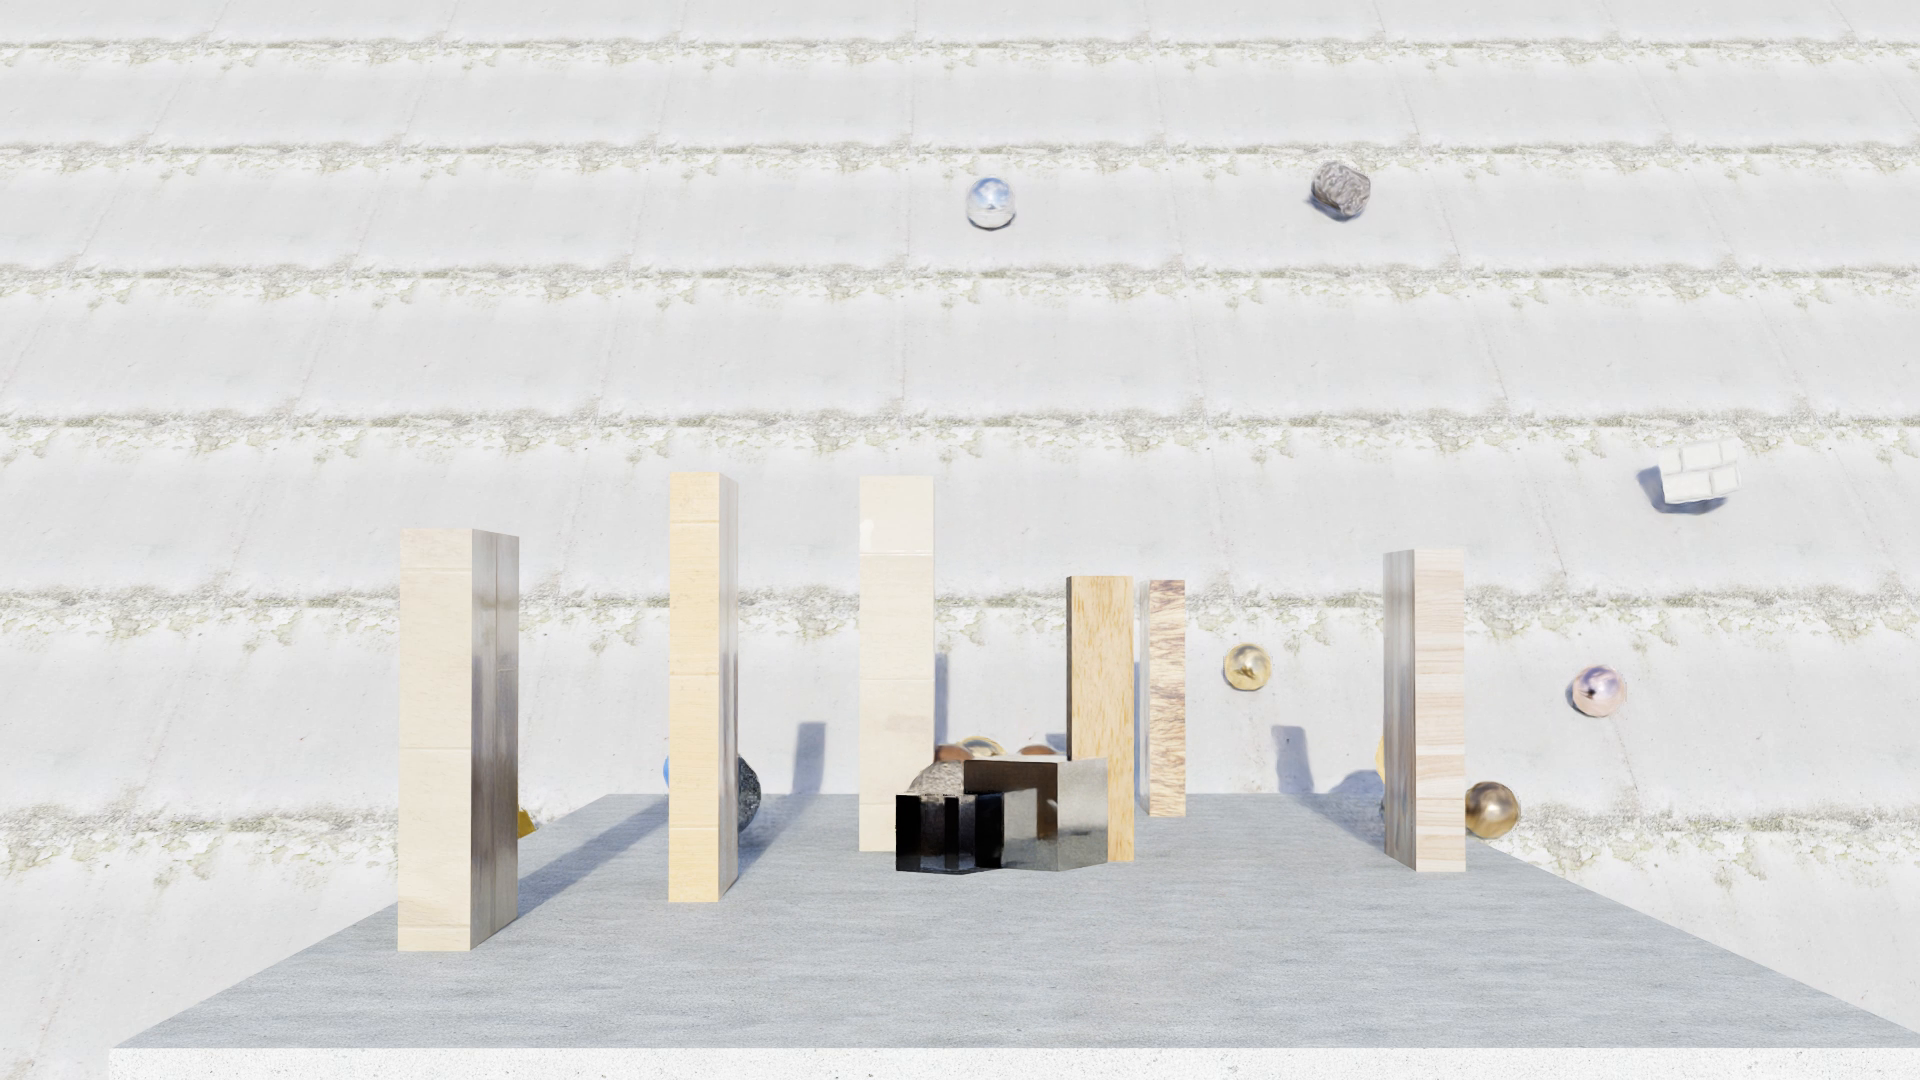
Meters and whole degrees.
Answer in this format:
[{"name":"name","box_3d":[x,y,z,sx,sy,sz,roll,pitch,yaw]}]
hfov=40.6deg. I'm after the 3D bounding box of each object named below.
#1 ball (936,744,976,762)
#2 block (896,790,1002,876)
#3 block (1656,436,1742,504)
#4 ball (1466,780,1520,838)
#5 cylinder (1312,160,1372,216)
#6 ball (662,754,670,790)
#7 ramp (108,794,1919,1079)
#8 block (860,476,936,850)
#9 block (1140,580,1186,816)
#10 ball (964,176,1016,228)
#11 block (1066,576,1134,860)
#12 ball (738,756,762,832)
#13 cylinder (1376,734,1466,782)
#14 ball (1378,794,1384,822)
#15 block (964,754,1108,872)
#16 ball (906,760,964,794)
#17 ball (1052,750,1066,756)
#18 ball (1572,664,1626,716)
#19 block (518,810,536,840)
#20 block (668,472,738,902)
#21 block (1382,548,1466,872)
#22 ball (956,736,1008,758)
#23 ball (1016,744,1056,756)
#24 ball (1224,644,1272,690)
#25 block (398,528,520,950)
[{"name":"ball","box_3d":[-0.028,0.560,6.069,0.169,0.169,0.169,0,35,0]},{"name":"block","box_3d":[-0.020,0.538,4.783,0.140,0.140,0.140,-1,-2,34]},{"name":"block","box_3d":[2.263,-0.214,7.942,0.172,0.172,0.172,-8,2,41]},{"name":"ball","box_3d":[1.382,0.703,6.771,0.150,0.150,0.150,0,35,0]},{"name":"cylinder","box_3d":[1.409,-1.301,9.591,0.156,0.156,0.156,-21,37,-27]},{"name":"ball","box_3d":[-0.668,0.580,6.518,0.155,0.155,0.155,0,35,0]},{"name":"ramp","box_3d":[0.076,0.659,4.815,2.000,0.100,4.000,0,-2,0]},{"name":"block","box_3d":[-0.127,0.251,5.385,0.147,0.747,0.410,0,-2,0]},{"name":"block","box_3d":[0.483,0.373,6.210,0.083,0.551,0.338,0,-2,0]},{"name":"ball","box_3d":[0.114,-1.244,9.565,0.190,0.190,0.190,0,35,0]},{"name":"block","box_3d":[0.273,0.344,5.095,0.118,0.545,0.261,0,-2,0]},{"name":"ball","box_3d":[-0.512,0.536,5.471,0.185,0.185,0.185,0,35,0]},{"name":"cylinder","box_3d":[1.067,0.498,6.003,0.191,0.191,0.191,10,3,15]},{"name":"ball","box_3d":[0.952,0.575,5.558,0.109,0.109,0.109,0,35,0]},{"name":"block","box_3d":[0.143,0.511,4.886,0.200,0.200,0.200,-1,-2,31]},{"name":"ball","box_3d":[-0.017,0.524,5.087,0.185,0.185,0.185,0,35,0]},{"name":"ball","box_3d":[0.260,0.576,6.212,0.145,0.145,0.145,0,35,0]},{"name":"ball","box_3d":[1.768,0.418,7.191,0.144,0.144,0.144,0,35,0]},{"name":"block","box_3d":[-1.157,0.778,6.634,0.115,0.115,0.115,-4,49,-43]},{"name":"block","box_3d":[-0.437,0.246,4.453,0.081,0.705,0.378,0,-2,0]},{"name":"block","box_3d":[0.880,0.317,4.939,0.090,0.591,0.359,0,-2,0]},{"name":"ball","box_3d":[0.041,0.567,6.361,0.173,0.173,0.173,0,35,0]},{"name":"ball","box_3d":[0.193,0.582,6.481,0.147,0.147,0.147,0,35,0]},{"name":"ball","box_3d":[0.809,0.356,7.290,0.133,0.133,0.133,0,35,0]},{"name":"block","box_3d":[-0.737,0.285,3.839,0.101,0.592,0.392,0,-2,0]}]
